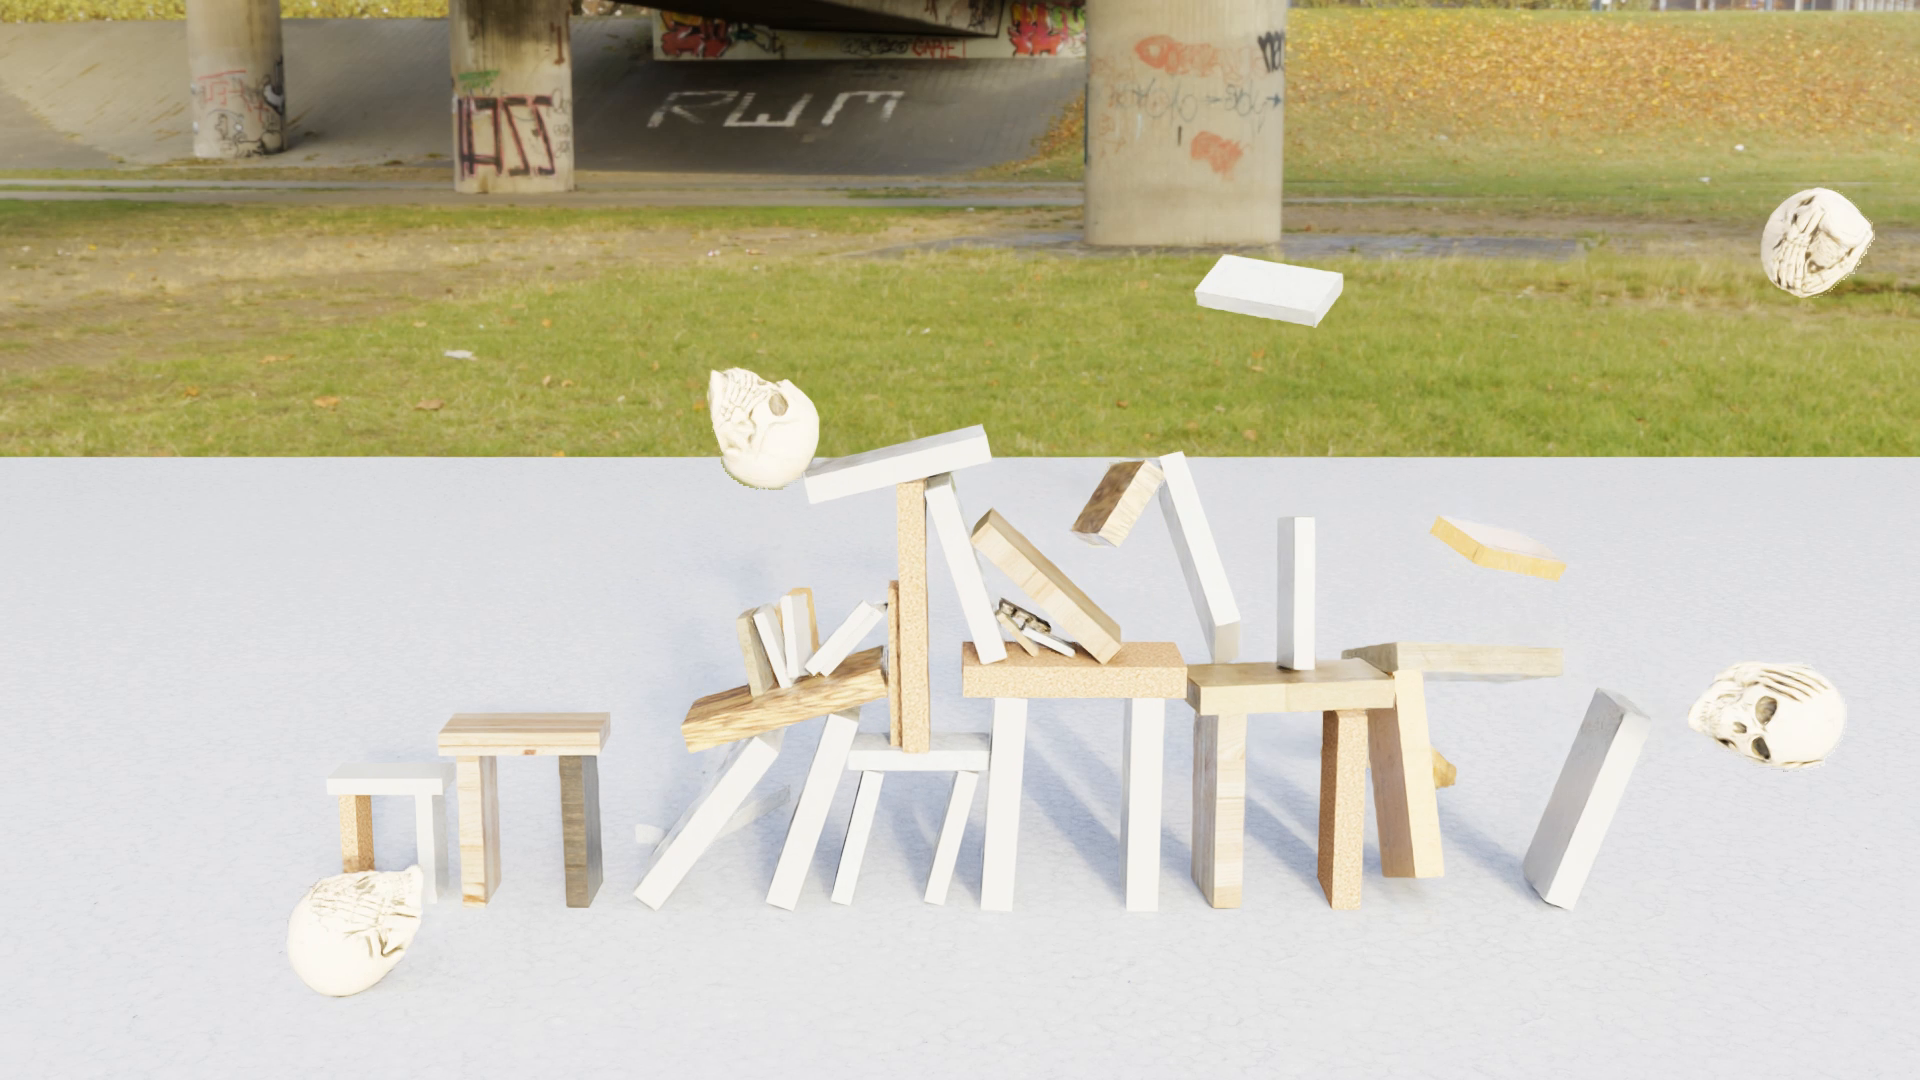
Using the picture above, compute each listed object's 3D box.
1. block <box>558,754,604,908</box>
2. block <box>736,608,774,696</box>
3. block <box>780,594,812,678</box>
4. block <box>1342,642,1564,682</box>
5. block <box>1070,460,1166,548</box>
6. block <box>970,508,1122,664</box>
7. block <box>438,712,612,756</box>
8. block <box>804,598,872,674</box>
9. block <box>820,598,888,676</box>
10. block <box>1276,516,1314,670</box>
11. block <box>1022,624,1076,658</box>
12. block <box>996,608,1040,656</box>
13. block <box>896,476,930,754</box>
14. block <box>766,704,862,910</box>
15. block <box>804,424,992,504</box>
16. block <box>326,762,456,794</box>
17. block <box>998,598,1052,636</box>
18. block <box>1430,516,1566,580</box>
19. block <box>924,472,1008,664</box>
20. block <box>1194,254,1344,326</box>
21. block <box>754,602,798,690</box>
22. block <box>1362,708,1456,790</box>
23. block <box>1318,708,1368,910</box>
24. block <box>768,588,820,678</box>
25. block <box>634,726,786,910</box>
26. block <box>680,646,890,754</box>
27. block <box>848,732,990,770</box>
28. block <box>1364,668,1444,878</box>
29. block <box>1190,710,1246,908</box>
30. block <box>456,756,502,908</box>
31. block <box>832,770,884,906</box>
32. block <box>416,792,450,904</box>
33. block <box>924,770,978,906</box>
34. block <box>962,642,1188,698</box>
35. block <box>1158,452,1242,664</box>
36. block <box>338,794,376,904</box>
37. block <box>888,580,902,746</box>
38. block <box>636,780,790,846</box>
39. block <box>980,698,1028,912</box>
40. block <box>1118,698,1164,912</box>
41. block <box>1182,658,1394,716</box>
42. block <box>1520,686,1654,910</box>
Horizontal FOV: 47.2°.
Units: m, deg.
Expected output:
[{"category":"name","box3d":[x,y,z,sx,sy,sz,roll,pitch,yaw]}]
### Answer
[{"category":"block","box3d":[-0.627,0.463,3.641,0.037,0.259,0.130,-1,11,2]},{"category":"block","box3d":[-0.336,0.183,3.600,0.019,0.131,0.066,-8,12,13]},{"category":"block","box3d":[-0.266,0.156,3.598,0.019,0.131,0.066,-6,-1,19]},{"category":"block","box3d":[0.853,0.213,3.813,0.339,0.048,0.170,3,-9,-23]},{"category":"block","box3d":[0.271,-0.063,3.826,0.042,0.147,0.294,33,-3,-6]},{"category":"block","box3d":[0.142,0.073,3.581,0.294,0.042,0.147,43,10,-4]},{"category":"block","box3d":[-0.713,0.318,3.613,0.259,0.037,0.130,0,11,-1]},{"category":"block","box3d":[-0.196,0.156,3.560,0.020,0.142,0.071,42,0,-4]},{"category":"block","box3d":[-0.174,0.158,3.587,0.020,0.142,0.071,42,13,-4]},{"category":"block","box3d":[0.552,0.086,3.622,0.033,0.247,0.115,0,-1,-6]},{"category":"block","box3d":[0.144,0.162,3.591,0.090,0.013,0.045,26,9,-6]},{"category":"block","box3d":[0.094,0.150,3.588,0.013,0.090,0.045,-42,8,6]},{"category":"block","box3d":[-0.074,0.114,3.580,0.042,0.441,0.148,-1,11,1]},{"category":"block","box3d":[-0.240,0.427,3.639,0.047,0.335,0.167,19,10,-3]},{"category":"block","box3d":[-0.100,-0.123,3.538,0.295,0.042,0.148,-13,10,0]},{"category":"block","box3d":[-0.938,0.394,3.629,0.187,0.027,0.094,0,11,0]},{"category":"block","box3d":[0.106,0.125,3.595,0.090,0.013,0.045,28,9,-9]},{"category":"block","box3d":[0.901,0.014,3.678,0.230,0.033,0.115,9,22,-41]},{"category":"block","box3d":[0.010,0.042,3.565,0.042,0.295,0.148,-18,10,3]},{"category":"block","box3d":[0.543,-0.440,3.868,0.230,0.033,0.115,14,48,31]},{"category":"block","box3d":[-0.300,0.173,3.596,0.019,0.131,0.066,-18,10,10]},{"category":"block","box3d":[0.804,0.390,4.093,0.122,0.245,0.035,-20,40,40]},{"category":"block","box3d":[0.632,0.430,3.641,0.046,0.325,0.162,0,11,1]},{"category":"block","box3d":[-0.305,0.182,3.819,0.035,0.122,0.245,-2,18,17]},{"category":"block","box3d":[-0.412,0.445,3.642,0.047,0.335,0.167,37,8,-6]},{"category":"block","box3d":[-0.281,0.260,3.612,0.335,0.047,0.167,-16,10,4]},{"category":"block","box3d":[-0.066,0.348,3.623,0.230,0.033,0.115,0,11,0]},{"category":"block","box3d":[0.741,0.394,3.692,0.048,0.339,0.170,-4,-8,-8]},{"category":"block","box3d":[0.427,0.427,3.647,0.046,0.325,0.162,-1,10,-8]},{"category":"block","box3d":[-0.796,0.463,3.641,0.037,0.259,0.130,0,11,0]},{"category":"block","box3d":[-0.168,0.477,3.648,0.033,0.229,0.115,14,10,-3]},{"category":"block","box3d":[-0.875,0.499,3.648,0.027,0.187,0.094,0,11,0]},{"category":"block","box3d":[-0.014,0.477,3.648,0.033,0.230,0.115,14,10,-3]},{"category":"block","box3d":[0.183,0.212,3.603,0.357,0.051,0.179,0,11,-1]},{"category":"block","box3d":[0.401,0.030,3.700,0.042,0.331,0.147,-14,-29,-3]},{"category":"block","box3d":[-1.000,0.499,3.648,0.027,0.187,0.094,0,11,0]},{"category":"block","box3d":[-0.104,0.202,3.601,0.020,0.262,0.071,-1,10,1]},{"category":"block","box3d":[-0.451,0.502,4.050,0.122,0.035,0.331,5,12,26]},{"category":"block","box3d":[0.071,0.412,3.641,0.051,0.357,0.179,4,10,-1]},{"category":"block","box3d":[0.300,0.413,3.641,0.051,0.357,0.179,1,11,0]},{"category":"block","box3d":[0.534,0.241,3.636,0.325,0.046,0.162,-2,10,-9]},{"category":"block","box3d":[1.033,0.424,3.636,0.048,0.339,0.170,20,9,-3]}]
